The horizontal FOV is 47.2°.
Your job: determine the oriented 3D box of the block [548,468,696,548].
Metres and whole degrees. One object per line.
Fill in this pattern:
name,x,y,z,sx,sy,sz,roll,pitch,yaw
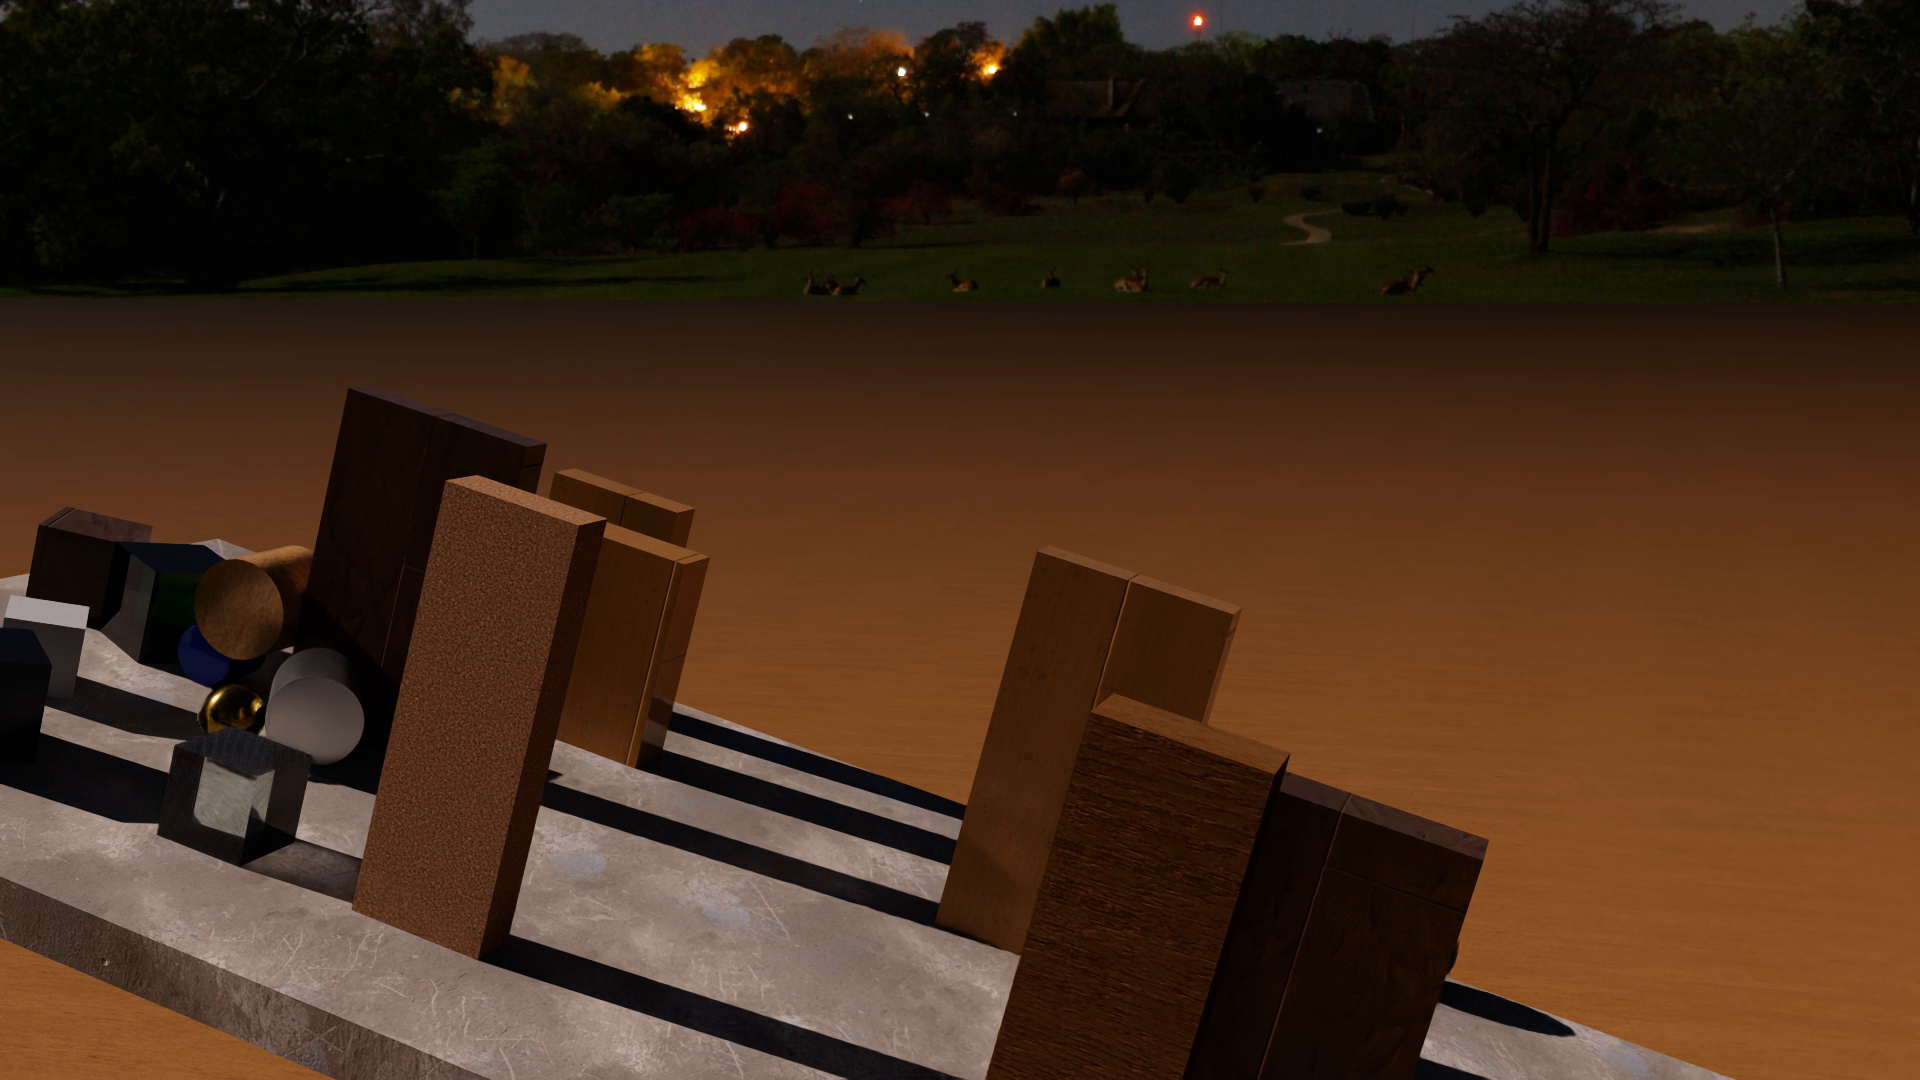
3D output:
block,-0.845,0.123,5.174,0.321,0.504,0.102,18,11,14

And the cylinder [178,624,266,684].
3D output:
cylinder,-1.561,0.233,4.658,0.129,0.129,0.129,2,3,14

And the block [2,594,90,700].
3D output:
block,-1.823,0.212,4.363,0.148,0.148,0.148,11,12,-21

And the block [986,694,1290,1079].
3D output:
block,0.240,0.651,3.295,0.279,0.780,0.148,18,11,14

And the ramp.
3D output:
ramp,-0.382,0.755,4.243,4.000,0.100,2.000,18,11,14

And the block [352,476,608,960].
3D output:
block,-0.808,0.297,3.683,0.248,0.767,0.103,18,11,14

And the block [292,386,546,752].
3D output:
block,-1.120,0.083,4.488,0.412,0.703,0.086,18,11,14

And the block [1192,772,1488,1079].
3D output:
block,0.568,0.738,3.668,0.437,0.638,0.135,18,11,14

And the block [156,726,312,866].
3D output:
block,-1.275,0.449,3.872,0.168,0.168,0.168,18,11,14

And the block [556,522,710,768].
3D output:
block,-0.778,0.221,4.865,0.320,0.472,0.136,18,11,14

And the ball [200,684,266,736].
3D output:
ball,-1.423,0.344,4.308,0.124,0.124,0.124,0,7,0

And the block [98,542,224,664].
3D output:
block,-1.704,0.135,4.755,0.204,0.204,0.204,3,16,-46

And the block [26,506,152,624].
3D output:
block,-1.929,0.058,4.871,0.191,0.191,0.191,14,11,-7

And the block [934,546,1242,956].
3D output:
block,0.245,0.446,4.298,0.397,0.784,0.096,18,11,14

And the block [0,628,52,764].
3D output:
block,-1.783,0.276,3.993,0.190,0.190,0.190,7,14,-35

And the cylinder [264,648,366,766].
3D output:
cylinder,-1.283,0.332,4.388,0.187,0.187,0.187,-2,15,-13

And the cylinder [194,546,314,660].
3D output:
cylinder,-1.445,0.129,4.590,0.209,0.209,0.209,2,8,16

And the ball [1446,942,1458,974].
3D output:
ball,0.991,0.876,4.759,0.173,0.173,0.173,0,7,0
